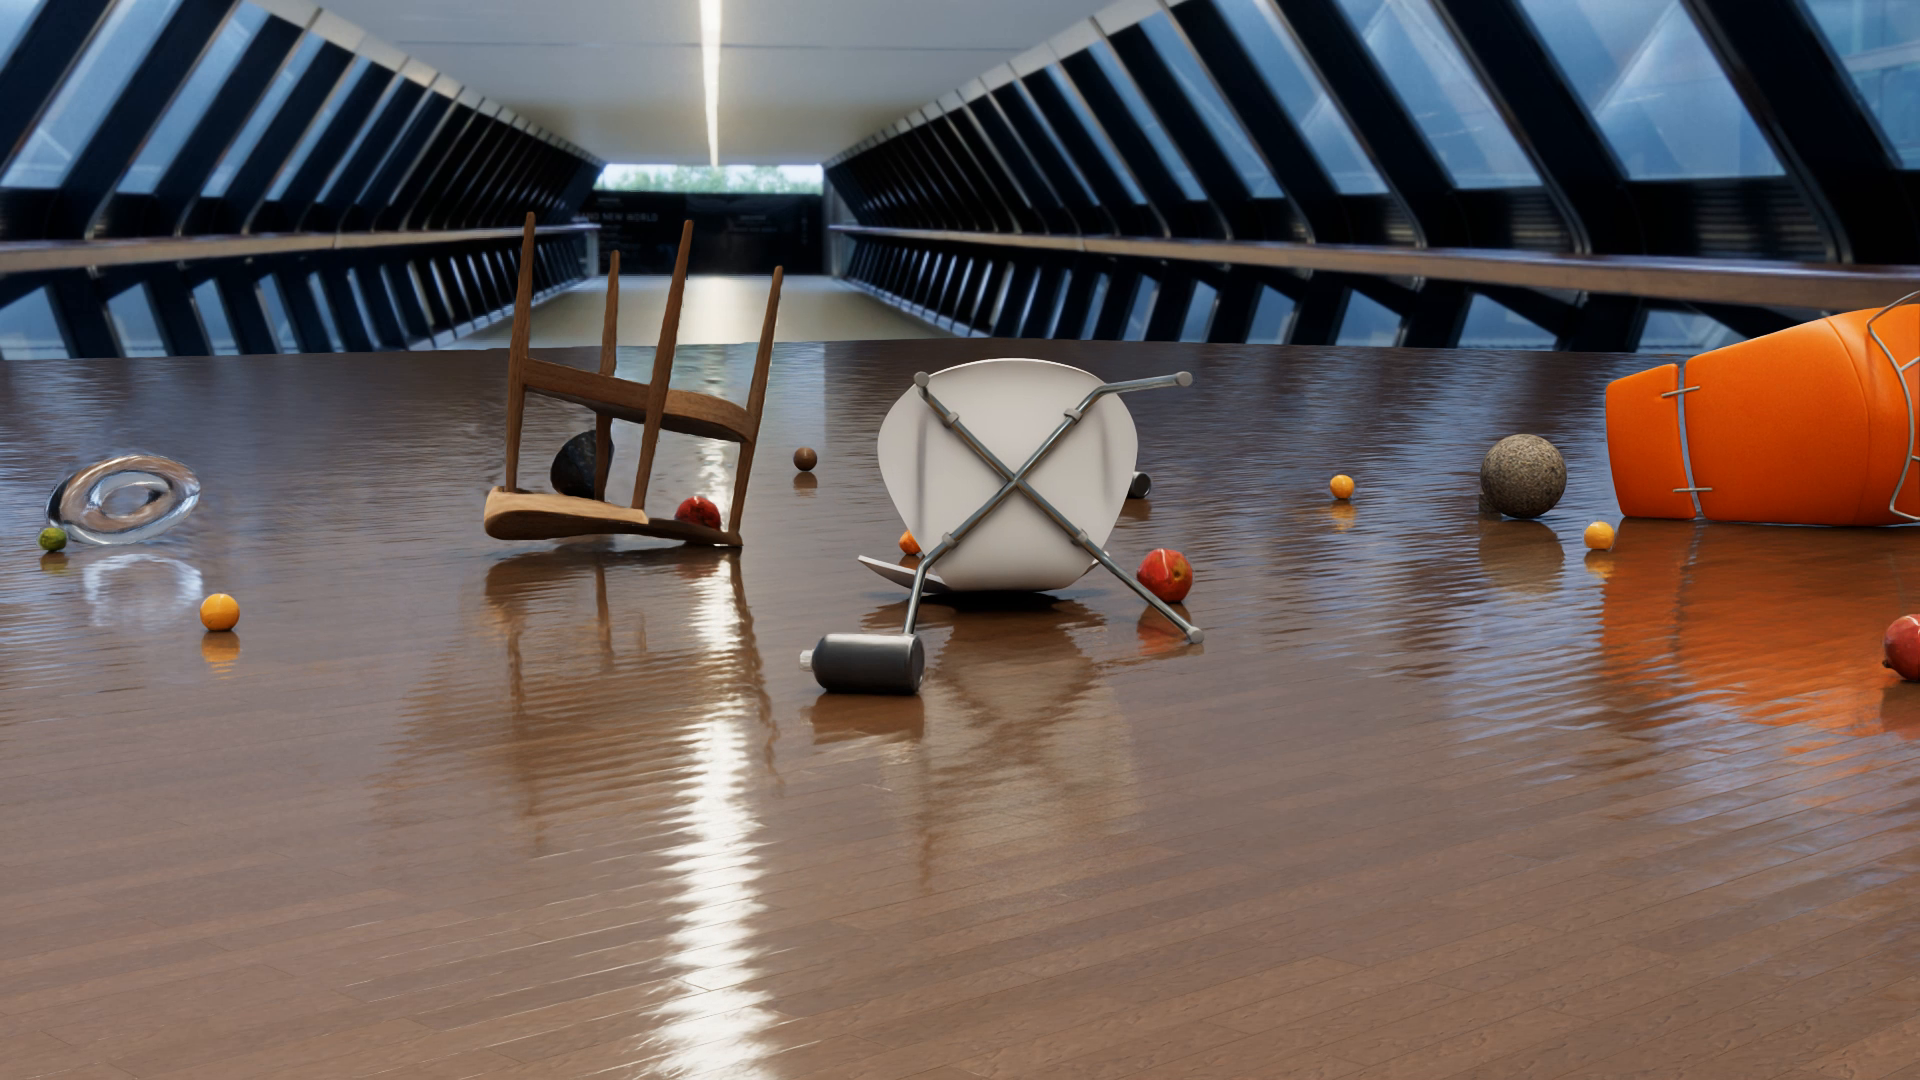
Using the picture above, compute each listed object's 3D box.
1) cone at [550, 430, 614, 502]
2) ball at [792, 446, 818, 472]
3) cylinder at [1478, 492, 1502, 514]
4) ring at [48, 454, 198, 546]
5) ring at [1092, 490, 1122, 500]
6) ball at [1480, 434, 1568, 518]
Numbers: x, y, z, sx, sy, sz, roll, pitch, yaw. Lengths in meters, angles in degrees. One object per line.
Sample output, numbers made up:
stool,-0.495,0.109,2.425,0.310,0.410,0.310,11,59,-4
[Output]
cone,-1.086,-0.171,7.571,0.188,0.251,0.176,4,38,-36
ball,-0.522,-0.273,8.658,0.083,0.083,0.083,0,6,0
cylinder,1.479,-0.103,7.156,0.064,0.052,0.075,2,6,16
ring,-2.052,-0.099,6.307,0.088,0.220,0.426,11,17,37
ring,0.436,-0.133,7.564,0.089,0.029,0.116,-1,5,4
ball,1.530,-0.173,6.965,0.231,0.231,0.231,0,6,0
